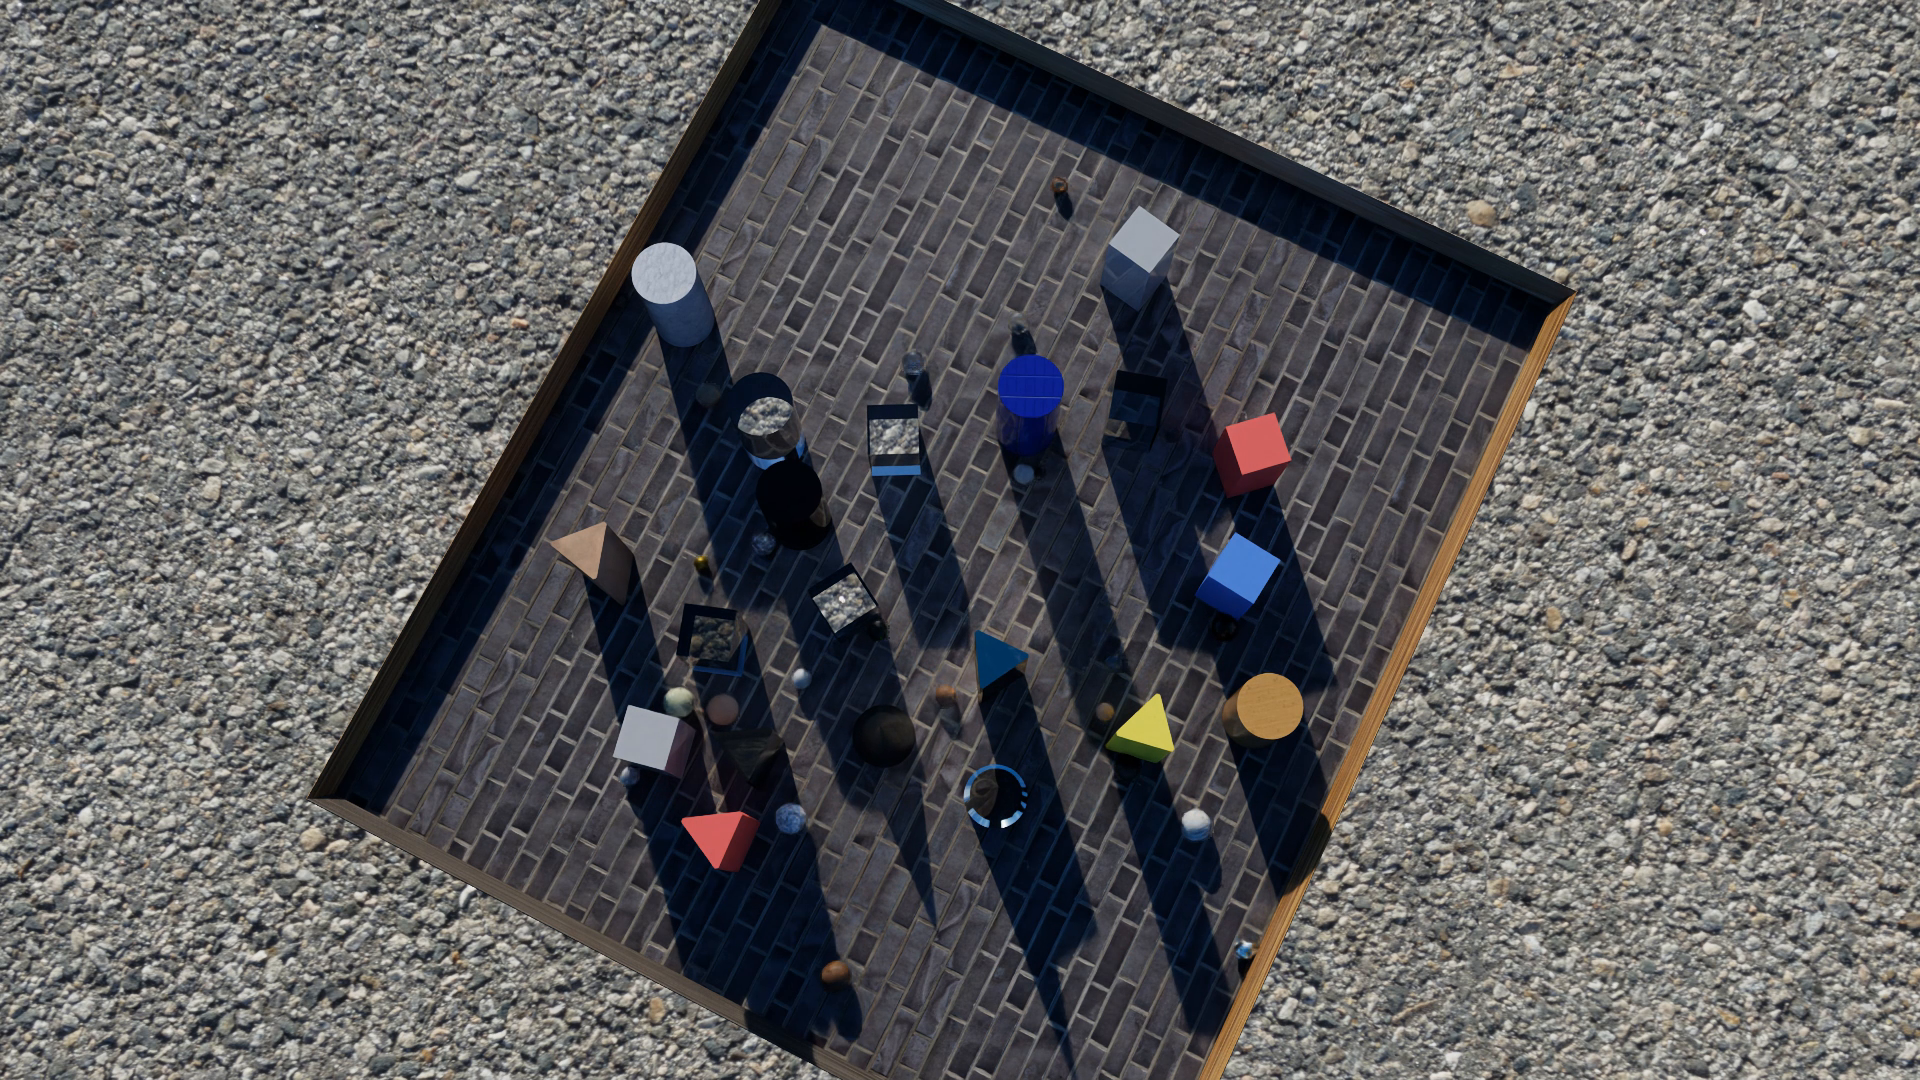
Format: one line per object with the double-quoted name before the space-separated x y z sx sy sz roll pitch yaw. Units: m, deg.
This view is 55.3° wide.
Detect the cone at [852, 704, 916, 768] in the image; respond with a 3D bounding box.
"cone" -0.228 0.559 5.354 0.189 0.287 0.189 0 78 0

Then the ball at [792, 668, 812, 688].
"ball" -0.473 0.416 5.500 0.059 0.059 0.059 0 78 0

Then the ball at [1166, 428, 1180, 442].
"ball" 0.657 -0.326 5.661 0.044 0.044 0.044 0 78 0

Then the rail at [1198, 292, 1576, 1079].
"rail" 1.192 0.590 5.431 0.045 0.123 3.095 26 80 5

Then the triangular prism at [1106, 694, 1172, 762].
"triangular prism" 0.534 0.536 5.301 0.164 0.401 0.142 16 79 3

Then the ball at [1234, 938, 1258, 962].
"ball" 0.832 1.193 5.336 0.067 0.067 0.067 0 78 0

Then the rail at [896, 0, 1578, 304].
"rail" 0.681 -1.328 5.827 2.714 0.123 0.045 26 80 5

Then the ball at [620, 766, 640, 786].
"ball" -0.979 0.701 5.443 0.056 0.056 0.056 0 78 0

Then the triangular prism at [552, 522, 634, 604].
"triangular prism" -1.045 0.050 5.380 0.164 0.443 0.142 38 81 7

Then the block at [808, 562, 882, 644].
"block" -0.341 0.191 5.454 0.151 0.241 0.151 -32 80 -6

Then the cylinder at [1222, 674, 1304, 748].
"cylinder" 0.882 0.503 5.359 0.189 0.300 0.189 0 78 0

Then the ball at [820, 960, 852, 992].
"ball" -0.360 1.265 5.310 0.088 0.088 0.088 0 78 0

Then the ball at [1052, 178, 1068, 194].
"ball" 0.317 -1.125 5.824 0.050 0.050 0.050 0 78 0

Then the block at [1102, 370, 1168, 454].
"block" 0.524 -0.385 5.539 0.151 0.307 0.151 10 79 2

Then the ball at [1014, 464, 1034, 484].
"ball" 0.195 -0.203 5.626 0.063 0.063 0.063 0 78 0

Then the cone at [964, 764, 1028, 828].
"cone" 0.106 0.721 5.253 0.189 0.420 0.189 0 78 0

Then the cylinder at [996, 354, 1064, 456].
"cylinder" 0.203 -0.396 5.470 0.189 0.447 0.189 0 78 0

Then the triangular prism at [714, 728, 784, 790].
"triangular prism" -0.586 0.606 5.312 0.142 0.350 0.164 -35 80 -7

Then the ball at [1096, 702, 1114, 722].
"ball" 0.433 0.515 5.481 0.057 0.057 0.057 0 78 0

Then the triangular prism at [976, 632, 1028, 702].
"triangular prism" 0.087 0.352 5.353 0.164 0.374 0.142 -34 80 -7

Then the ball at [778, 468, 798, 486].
"ball" -0.529 -0.194 5.627 0.057 0.057 0.057 0 78 0

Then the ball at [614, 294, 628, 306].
"ball" -1.066 -0.752 5.751 0.042 0.042 0.042 0 78 0

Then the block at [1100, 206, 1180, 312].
"block" 0.547 -0.857 5.613 0.151 0.353 0.151 37 81 7

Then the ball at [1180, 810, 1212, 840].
"ball" 0.695 0.839 5.396 0.092 0.092 0.092 0 78 0

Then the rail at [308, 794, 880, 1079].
"rail" -0.681 1.341 5.275 2.714 0.123 0.045 26 80 5

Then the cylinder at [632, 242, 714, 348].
"cylinder" -0.865 -0.738 5.559 0.189 0.412 0.189 0 78 0

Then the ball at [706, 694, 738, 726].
"ball" -0.709 0.504 5.464 0.095 0.095 0.095 0 78 0

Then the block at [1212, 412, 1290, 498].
"block" 0.873 -0.251 5.513 0.151 0.305 0.151 -17 79 -3

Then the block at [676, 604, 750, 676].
"block" -0.723 0.297 5.387 0.151 0.328 0.151 7 78 2

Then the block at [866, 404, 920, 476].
"block" -0.198 -0.301 5.544 0.151 0.264 0.151 -1 78 0

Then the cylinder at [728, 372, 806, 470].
"cylinder" -0.574 -0.348 5.471 0.189 0.426 0.189 0 78 0

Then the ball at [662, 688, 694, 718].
"ball" -0.840 0.486 5.469 0.092 0.092 0.092 0 78 0

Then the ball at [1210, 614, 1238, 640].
"ball" 0.796 0.264 5.521 0.080 0.080 0.080 0 78 0

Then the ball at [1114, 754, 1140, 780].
"ball" 0.494 0.675 5.437 0.078 0.078 0.078 0 78 0

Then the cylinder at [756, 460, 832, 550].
"cylinder" -0.490 -0.099 5.440 0.189 0.386 0.189 0 78 0

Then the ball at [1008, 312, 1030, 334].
"ball" 0.182 -0.678 5.722 0.068 0.068 0.068 0 78 0

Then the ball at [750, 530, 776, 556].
"ball" -0.599 0.010 5.576 0.076 0.076 0.076 0 78 0

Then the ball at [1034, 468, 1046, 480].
"ball" 0.246 -0.204 5.638 0.041 0.041 0.041 0 78 0

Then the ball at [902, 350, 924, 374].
"ball" -0.145 -0.554 5.695 0.071 0.071 0.071 0 78 0

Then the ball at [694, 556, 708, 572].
"ball" -0.788 0.073 5.579 0.044 0.044 0.044 0 78 0

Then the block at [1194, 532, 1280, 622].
"block" 0.817 0.113 5.425 0.151 0.329 0.151 32 80 6

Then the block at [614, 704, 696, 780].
"block" -0.884 0.590 5.325 0.151 0.332 0.151 14 79 3

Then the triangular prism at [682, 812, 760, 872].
"triangular prism" -0.651 0.831 5.208 0.142 0.464 0.164 -36 81 -7

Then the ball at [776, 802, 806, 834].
"ball" -0.499 0.820 5.400 0.091 0.091 0.091 0 78 0

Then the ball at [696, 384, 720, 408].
"ball" -0.779 -0.446 5.671 0.075 0.075 0.075 0 78 0

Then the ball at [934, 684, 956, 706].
"ball" -0.043 0.465 5.488 0.064 0.064 0.064 0 78 0

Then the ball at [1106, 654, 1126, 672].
"ball" 0.468 0.368 5.512 0.056 0.056 0.056 0 78 0

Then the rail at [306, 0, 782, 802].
"rail" -1.192 -0.577 5.672 0.045 0.123 3.095 26 80 5

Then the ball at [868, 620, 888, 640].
"ball" -0.247 0.274 5.528 0.062 0.062 0.062 0 78 0
